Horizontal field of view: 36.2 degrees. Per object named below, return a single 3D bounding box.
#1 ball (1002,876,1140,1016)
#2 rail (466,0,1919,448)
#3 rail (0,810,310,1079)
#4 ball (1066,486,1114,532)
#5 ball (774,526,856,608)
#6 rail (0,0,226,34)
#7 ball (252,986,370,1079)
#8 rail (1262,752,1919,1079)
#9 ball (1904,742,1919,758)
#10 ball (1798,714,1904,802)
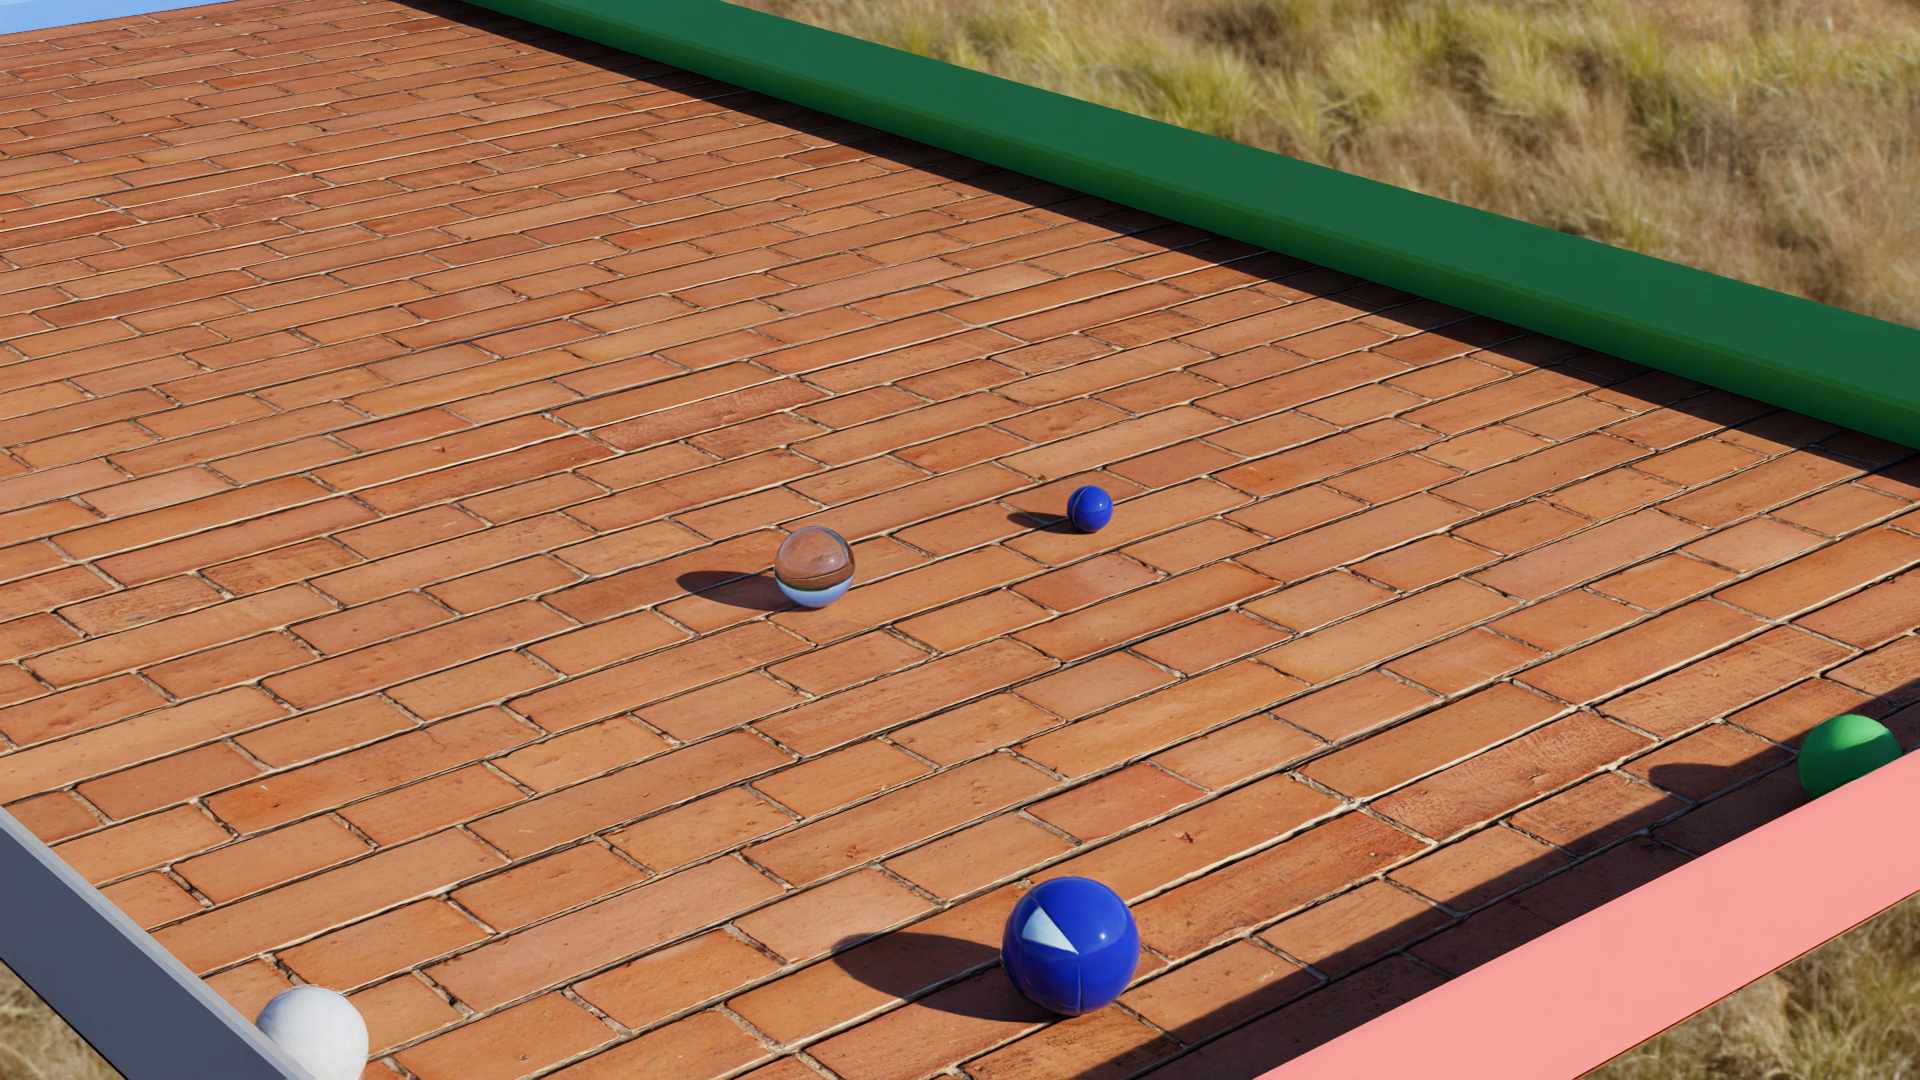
[{"bbox_3d":[0.068,0.250,1.817,0.086,0.086,0.086,0,22,0],"label":"ball"},{"bbox_3d":[0.123,-0.474,3.550,0.045,0.111,3.328,-18,28,-36],"label":"rail"},{"bbox_3d":[-1.190,-0.058,2.534,0.045,0.111,3.328,-18,28,-36],"label":"rail"},{"bbox_3d":[0.113,-0.027,2.554,0.041,0.041,0.041,0,22,0],"label":"ball"},{"bbox_3d":[-0.118,0.022,2.400,0.067,0.067,0.067,0,22,0],"label":"ball"},{"bbox_3d":[-1.586,-0.743,4.207,1.760,0.111,0.045,-18,28,-36],"label":"rail"},{"bbox_3d":[-0.382,0.297,1.724,0.070,0.070,0.070,0,22,0],"label":"ball"},{"bbox_3d":[0.518,0.211,1.878,1.760,0.111,0.045,-18,28,-36],"label":"rail"},{"bbox_3d":[0.687,0.165,2.067,0.054,0.054,0.054,0,22,0],"label":"ball"},{"bbox_3d":[0.625,0.158,2.060,0.072,0.072,0.072,0,22,0],"label":"ball"}]
